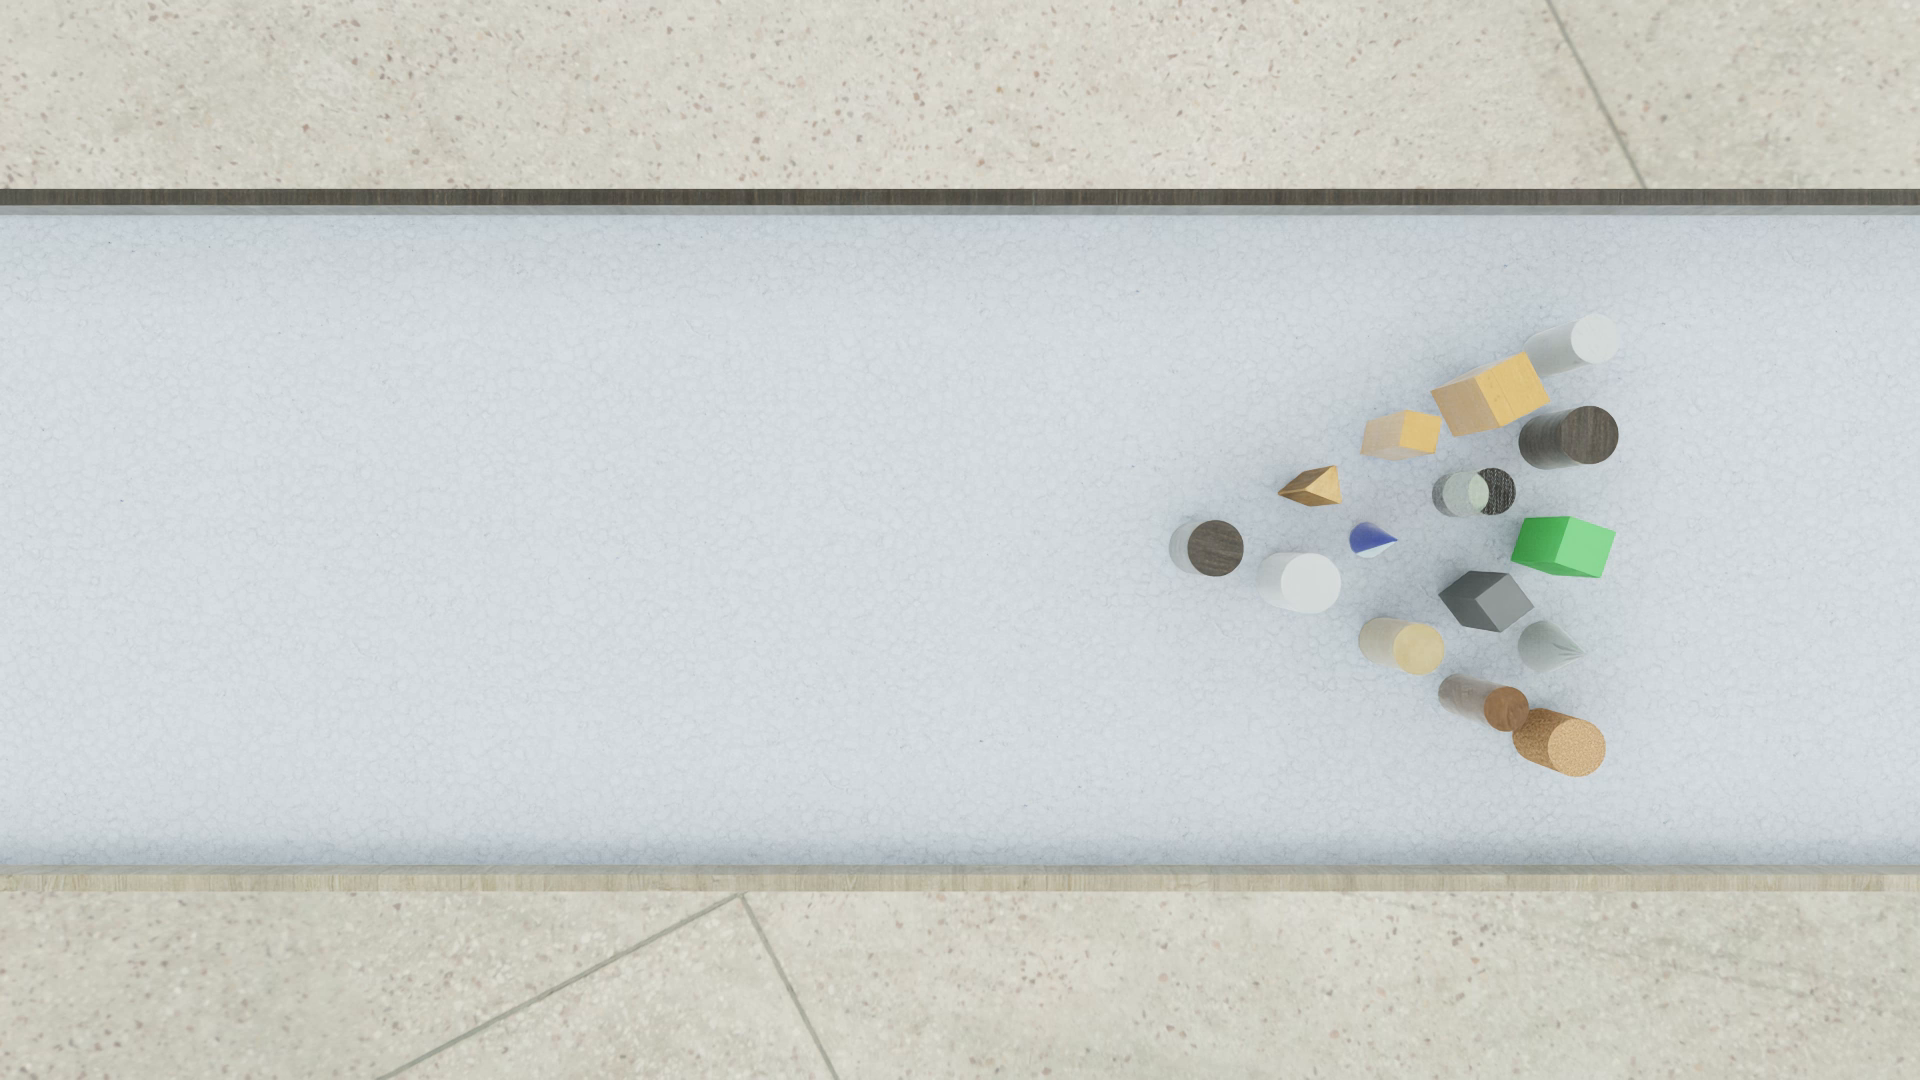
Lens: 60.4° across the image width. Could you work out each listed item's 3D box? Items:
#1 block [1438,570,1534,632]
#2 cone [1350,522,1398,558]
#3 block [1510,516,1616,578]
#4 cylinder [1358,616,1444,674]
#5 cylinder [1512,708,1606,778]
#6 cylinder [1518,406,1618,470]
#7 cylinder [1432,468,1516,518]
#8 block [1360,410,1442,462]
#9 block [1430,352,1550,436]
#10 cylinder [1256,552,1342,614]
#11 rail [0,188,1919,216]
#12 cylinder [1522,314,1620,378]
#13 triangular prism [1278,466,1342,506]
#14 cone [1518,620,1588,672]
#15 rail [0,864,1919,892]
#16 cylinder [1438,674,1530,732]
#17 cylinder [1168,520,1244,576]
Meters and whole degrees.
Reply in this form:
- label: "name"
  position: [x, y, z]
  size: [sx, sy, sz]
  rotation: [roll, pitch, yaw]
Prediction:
- label: "block"
  position: [1.556, 0.180, 4.893]
  size: [0.122, 0.367, 0.122]
  rotation: [-37, 90, 0]
- label: "cone"
  position: [1.254, 0.000, 4.895]
  size: [0.113, 0.363, 0.113]
  rotation: [0, 90, 0]
- label: "block"
  position: [1.782, 0.020, 4.887]
  size: [0.139, 0.378, 0.139]
  rotation: [19, 90, 0]
- label: "cylinder"
  position: [1.299, 0.309, 4.872]
  size: [0.146, 0.409, 0.146]
  rotation: [0, 90, 0]
- label: "cylinder"
  position: [1.784, 0.602, 4.924]
  size: [0.168, 0.306, 0.168]
  rotation: [0, 90, 0]
- label: "cylinder"
  position: [1.803, -0.301, 4.901]
  size: [0.169, 0.351, 0.169]
  rotation: [0, 90, 0]
- label: "cylinder"
  position: [1.520, -0.138, 4.894]
  size: [0.137, 0.365, 0.137]
  rotation: [0, 90, 0]
- label: "block"
  position: [1.293, -0.304, 4.852]
  size: [0.104, 0.448, 0.104]
  rotation: [12, 90, 0]
- label: "block"
  position: [1.554, -0.424, 4.857]
  size: [0.159, 0.439, 0.159]
  rotation: [-27, 90, 0]
- label: "cylinder"
  position: [0.996, 0.123, 4.878]
  size: [0.172, 0.396, 0.172]
  rotation: [0, 90, 0]
- label: "rail"
  position: [-2.247, -1.025, 5.002]
  size: [12.000, 0.150, 0.050]
  rotation: [0, 90, 0]
- label: "cylinder"
  position: [1.799, -0.570, 4.872]
  size: [0.140, 0.409, 0.140]
  rotation: [0, 90, 0]
- label: "triangular prism"
  position: [1.044, -0.167, 4.869]
  size: [0.108, 0.415, 0.094]
  rotation: [21, 90, 0]
- label: "cone"
  position: [1.799, 0.329, 4.900]
  size: [0.161, 0.352, 0.161]
  rotation: [0, 90, 0]
- label: "rail"
  position: [-2.247, 1.025, 5.001]
  size: [12.000, 0.150, 0.050]
  rotation: [0, 90, 0]
- label: "cylinder"
  position: [1.535, 0.475, 4.854]
  size: [0.128, 0.444, 0.128]
  rotation: [0, 90, 0]
- label: "cylinder"
  position: [0.723, 0.024, 4.870]
  size: [0.161, 0.414, 0.161]
  rotation: [0, 90, 0]
